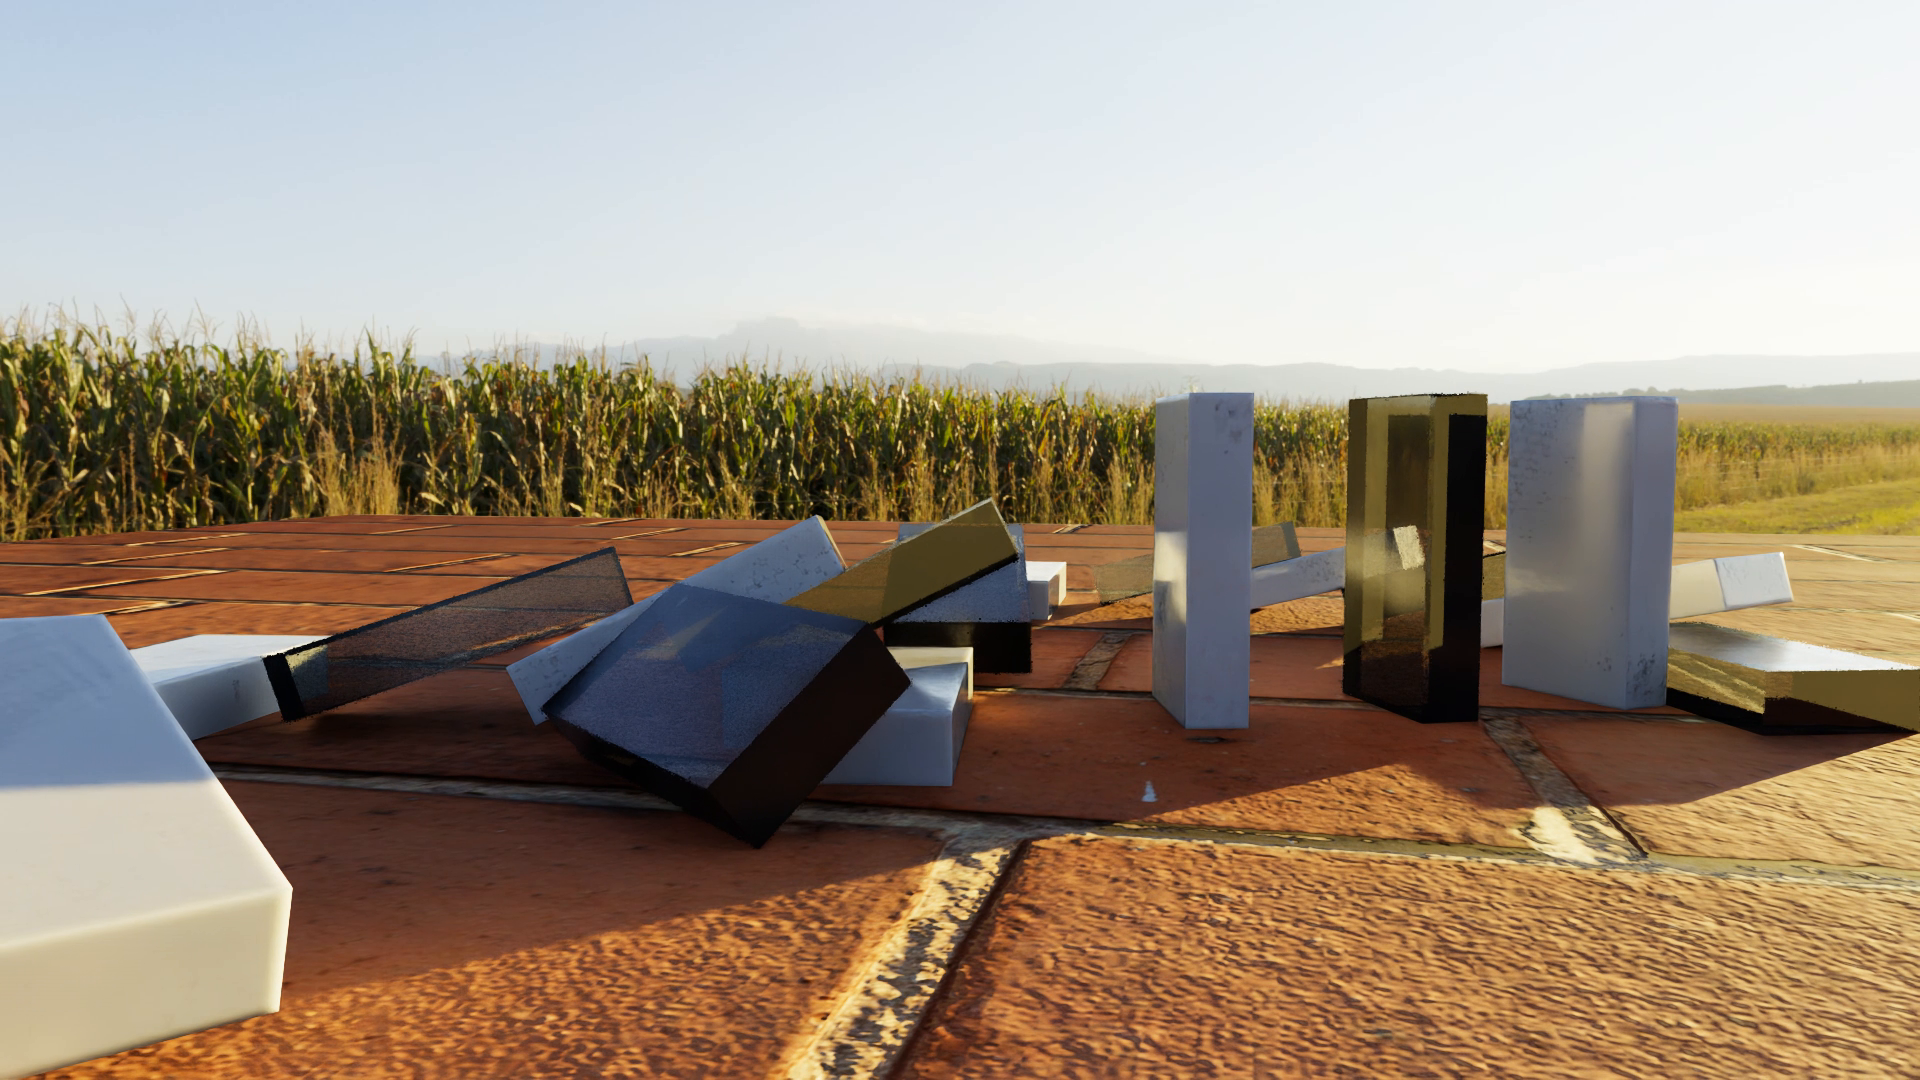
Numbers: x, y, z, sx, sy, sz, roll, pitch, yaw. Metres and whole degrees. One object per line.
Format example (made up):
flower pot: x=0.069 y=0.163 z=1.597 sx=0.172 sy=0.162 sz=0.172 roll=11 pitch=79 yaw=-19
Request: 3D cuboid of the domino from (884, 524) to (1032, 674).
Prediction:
domino: x=0.000 y=0.010 z=0.241 sx=0.025 sy=0.010 sz=0.050 roll=0 pitch=20 yaw=1

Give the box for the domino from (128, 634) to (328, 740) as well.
domino: x=-0.122 y=0.023 z=0.197 sx=0.025 sy=0.010 sz=0.050 roll=0 pitch=4 yaw=4

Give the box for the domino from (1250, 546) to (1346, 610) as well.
domino: x=0.090 y=0.007 z=0.311 sx=0.050 sy=0.009 sz=0.025 roll=-16 pitch=-6 yaw=30

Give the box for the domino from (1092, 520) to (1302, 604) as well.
domino: x=0.060 y=0.006 z=0.331 sx=0.050 sy=0.009 sz=0.025 roll=-13 pitch=-3 yaw=3

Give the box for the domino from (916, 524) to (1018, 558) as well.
domino: x=0.001 y=0.009 z=0.300 sx=0.025 sy=0.009 sz=0.050 roll=0 pitch=20 yaw=2

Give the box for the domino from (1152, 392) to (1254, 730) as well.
domino: x=0.038 y=0.002 z=0.202 sx=0.010 sy=0.050 sz=0.025 roll=0 pitch=4 yaw=-3

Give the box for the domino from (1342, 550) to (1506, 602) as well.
domino: x=0.114 y=0.009 z=0.286 sx=0.050 sy=0.009 sz=0.025 roll=-19 pitch=-10 yaw=43

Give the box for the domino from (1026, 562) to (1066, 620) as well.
domino: x=0.013 y=0.013 z=0.337 sx=0.025 sy=0.010 sz=0.050 roll=1 pitch=4 yaw=10

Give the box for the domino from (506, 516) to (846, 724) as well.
domino: x=-0.042 y=0.012 z=0.200 sx=0.050 sy=0.010 sz=0.025 roll=-26 pitch=2 yaw=-4

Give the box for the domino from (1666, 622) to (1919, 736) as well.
domino: x=0.127 y=0.022 z=0.213 sx=0.025 sy=0.009 sz=0.050 roll=0 pitch=4 yaw=-5

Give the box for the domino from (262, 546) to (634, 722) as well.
domino: x=-0.077 y=0.014 z=0.198 sx=0.050 sy=0.010 sz=0.025 roll=-19 pitch=1 yaw=-17

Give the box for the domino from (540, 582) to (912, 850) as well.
domino: x=-0.031 y=0.019 z=0.158 sx=0.025 sy=0.009 sz=0.050 roll=-46 pitch=28 yaw=-25

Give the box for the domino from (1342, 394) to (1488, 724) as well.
domino: x=0.073 y=0.002 z=0.207 sx=0.009 sy=0.050 sz=0.025 roll=-1 pitch=4 yaw=-11

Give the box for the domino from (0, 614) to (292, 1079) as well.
domino: x=-0.071 y=0.020 z=0.093 sx=0.025 sy=0.010 sz=0.050 roll=-1 pitch=20 yaw=-46

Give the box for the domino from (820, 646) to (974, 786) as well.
domino: x=-0.012 y=0.024 z=0.185 sx=0.025 sy=0.010 sz=0.050 roll=0 pitch=4 yaw=4

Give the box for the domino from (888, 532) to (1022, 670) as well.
domino: x=-0.001 y=0.011 z=0.265 sx=0.025 sy=0.009 sz=0.050 roll=0 pitch=20 yaw=1

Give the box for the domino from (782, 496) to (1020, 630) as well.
domino: x=-0.015 y=0.009 z=0.201 sx=0.050 sy=0.009 sz=0.025 roll=-26 pitch=2 yaw=3

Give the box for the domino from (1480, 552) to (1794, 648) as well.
domino: x=0.132 y=0.012 z=0.254 sx=0.025 sy=0.009 sz=0.050 roll=-3 pitch=-10 yaw=-33

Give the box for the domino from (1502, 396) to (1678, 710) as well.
domino: x=0.105 y=0.001 z=0.216 sx=0.009 sy=0.050 sz=0.025 roll=-2 pitch=5 yaw=-24
